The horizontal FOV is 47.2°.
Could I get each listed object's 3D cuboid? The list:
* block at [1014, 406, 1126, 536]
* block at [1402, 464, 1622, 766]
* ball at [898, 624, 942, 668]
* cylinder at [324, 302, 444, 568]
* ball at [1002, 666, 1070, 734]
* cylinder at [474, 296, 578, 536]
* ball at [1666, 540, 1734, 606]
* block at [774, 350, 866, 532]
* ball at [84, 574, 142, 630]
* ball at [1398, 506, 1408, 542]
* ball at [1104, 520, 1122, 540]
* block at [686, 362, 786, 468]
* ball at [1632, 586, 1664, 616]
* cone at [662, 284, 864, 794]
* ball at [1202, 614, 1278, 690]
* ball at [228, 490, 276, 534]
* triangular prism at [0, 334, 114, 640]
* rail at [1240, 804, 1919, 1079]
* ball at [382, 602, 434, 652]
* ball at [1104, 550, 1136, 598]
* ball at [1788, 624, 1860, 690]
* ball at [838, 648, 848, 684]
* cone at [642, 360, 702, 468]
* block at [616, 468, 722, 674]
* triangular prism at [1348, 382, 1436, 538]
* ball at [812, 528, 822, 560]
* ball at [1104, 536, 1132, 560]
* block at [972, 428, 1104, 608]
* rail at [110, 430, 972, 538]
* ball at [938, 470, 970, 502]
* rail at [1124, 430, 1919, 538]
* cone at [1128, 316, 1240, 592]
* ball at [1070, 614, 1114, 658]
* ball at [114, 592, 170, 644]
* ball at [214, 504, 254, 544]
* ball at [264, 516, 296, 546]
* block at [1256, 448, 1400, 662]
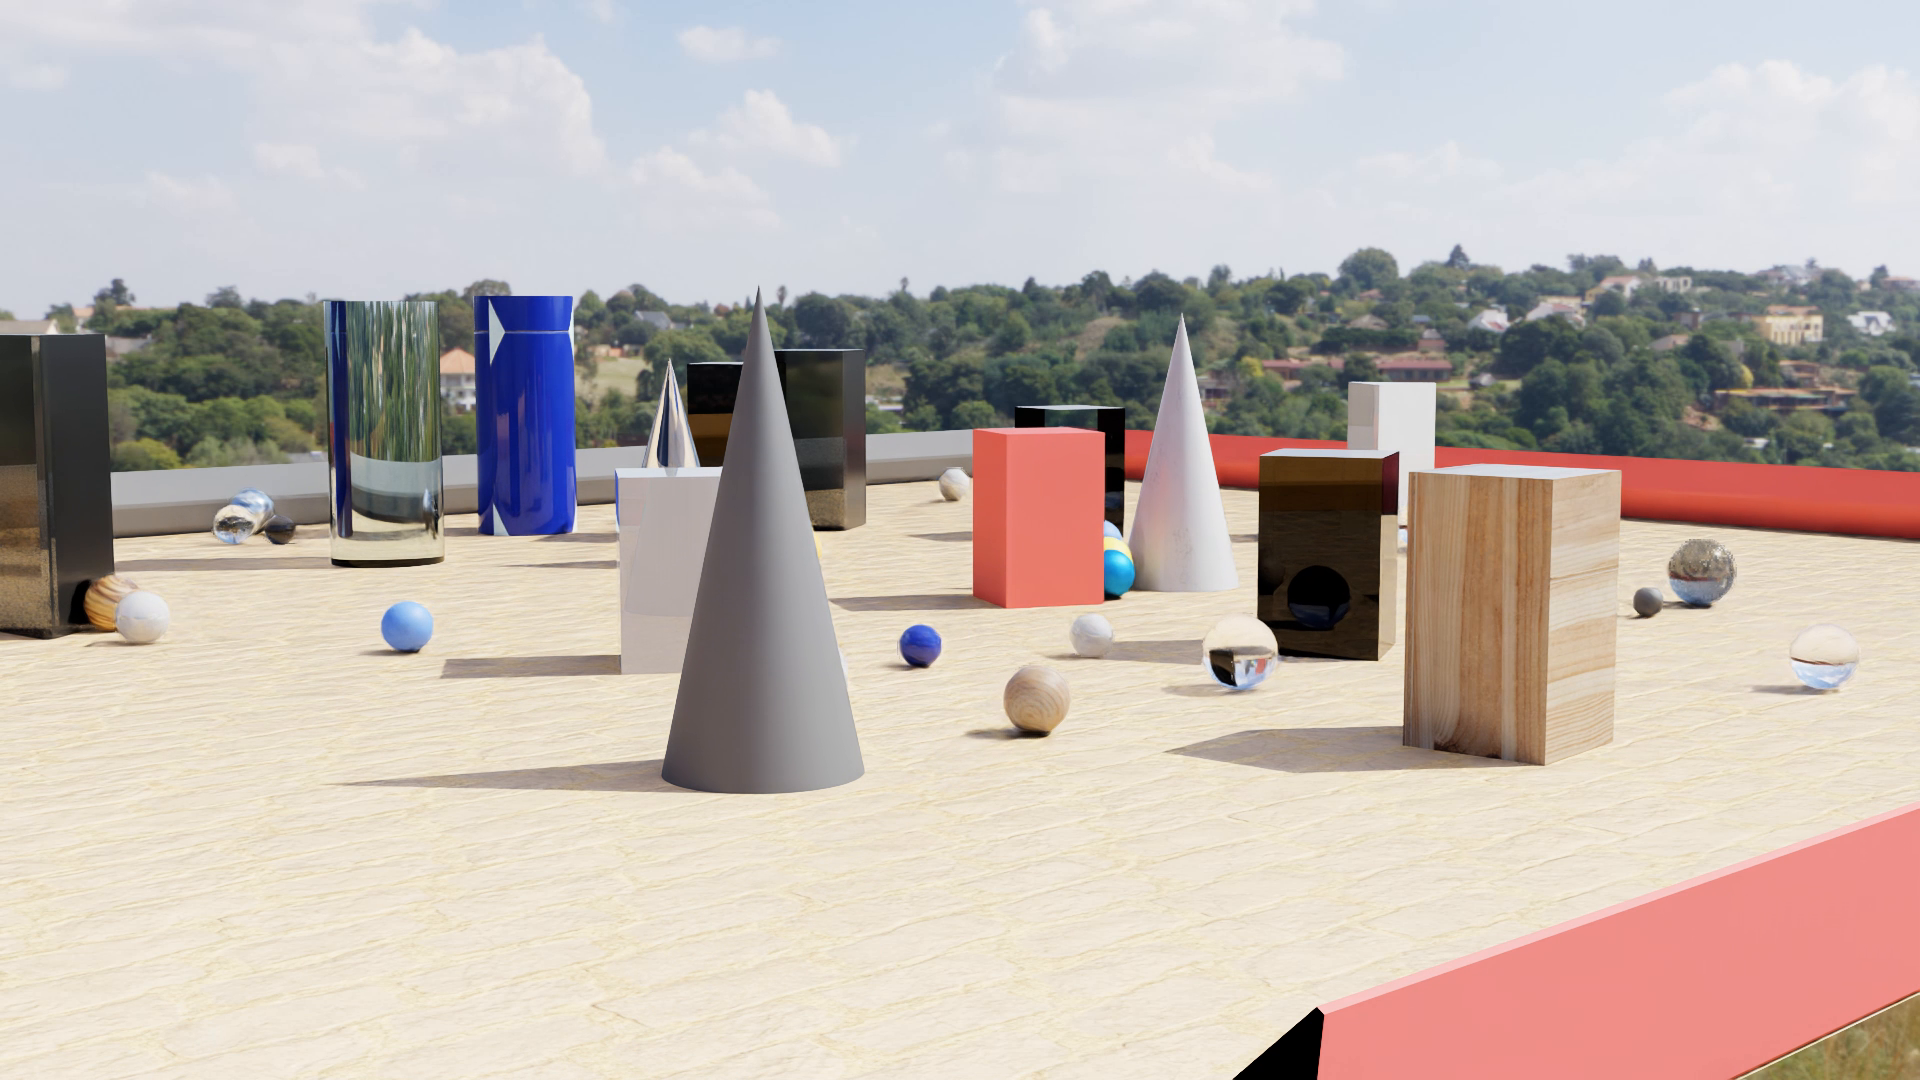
[{"bbox_3d":[0.216,-0.136,4.353,0.157,0.253,0.157,-4,7,-31],"label":"block"},{"bbox_3d":[0.565,0.070,2.250,0.157,0.281,0.157,5,8,40],"label":"block"},{"bbox_3d":[-0.049,0.132,2.747,0.054,0.054,0.054,0,6,0],"label":"ball"},{"bbox_3d":[-1.014,-0.190,3.878,0.196,0.459,0.196,0,6,0],"label":"cylinder"},{"bbox_3d":[0.081,0.168,2.318,0.071,0.071,0.071,0,6,0],"label":"ball"},{"bbox_3d":[-0.872,-0.253,4.416,0.196,0.472,0.196,0,6,0],"label":"cylinder"},{"bbox_3d":[1.120,0.050,3.325,0.098,0.098,0.098,0,6,0],"label":"ball"},{"bbox_3d":[-0.291,-0.208,4.512,0.157,0.363,0.157,2,6,14],"label":"block"},{"bbox_3d":[-1.177,0.087,3.061,0.078,0.078,0.078,0,6,0],"label":"ball"},{"bbox_3d":[0.861,-0.028,4.084,0.095,0.095,0.095,0,6,0],"label":"ball"},{"bbox_3d":[0.245,0.005,3.849,0.078,0.078,0.078,0,6,0],"label":"ball"},{"bbox_3d":[-0.437,-0.177,4.328,0.157,0.341,0.157,1,6,10],"label":"block"},{"bbox_3d":[1.003,0.090,3.204,0.044,0.044,0.044,0,6,0],"label":"ball"},{"bbox_3d":[-0.190,-0.009,2.101,0.196,0.469,0.196,0,6,0],"label":"cone"},{"bbox_3d":[0.330,0.132,2.585,0.089,0.089,0.089,0,6,0],"label":"ball"},{"bbox_3d":[-1.407,-0.055,4.364,0.091,0.091,0.091,0,6,0],"label":"ball"},{"bbox_3d":[-1.255,-0.081,3.067,0.170,0.411,0.147,5,8,39],"label":"triangular prism"},{"bbox_3d":[1.226,0.171,2.011,4.057,0.127,0.045,-5,8,-42],"label":"rail"},{"bbox_3d":[-0.720,0.113,2.868,0.067,0.067,0.067,0,6,0],"label":"ball"},{"bbox_3d":[0.234,0.052,3.408,0.075,0.075,0.075,0,6,0],"label":"ball"},{"bbox_3d":[1.016,0.137,2.586,0.078,0.078,0.078,0,6,0],"label":"ball"},{"bbox_3d":[-0.166,0.148,2.453,0.083,0.083,0.083,0,6,0],"label":"ball"},{"bbox_3d":[-0.506,-0.138,3.855,0.196,0.362,0.196,0,6,0],"label":"cone"},{"bbox_3d":[-0.351,0.035,2.769,0.157,0.242,0.157,-1,6,-10],"label":"block"},{"bbox_3d":[0.822,-0.159,4.344,0.170,0.302,0.147,-5,8,-37],"label":"triangular prism"},{"bbox_3d":[-0.279,0.016,3.648,0.098,0.098,0.098,0,6,0],"label":"ball"},{"bbox_3d":[0.232,0.037,3.501,0.086,0.086,0.086,0,6,0],"label":"ball"},{"bbox_3d":[0.119,-0.037,3.372,0.157,0.261,0.157,-2,6,-18],"label":"block"},{"bbox_3d":[-1.226,-0.105,4.653,4.057,0.127,0.045,-5,8,-42],"label":"rail"},{"bbox_3d":[-0.013,-0.128,5.138,0.075,0.075,0.075,0,6,0],"label":"ball"},{"bbox_3d":[1.473,-0.108,4.684,0.045,0.127,3.662,-5,8,-42],"label":"rail"},{"bbox_3d":[0.356,-0.147,3.550,0.196,0.442,0.196,0,6,0],"label":"cone"},{"bbox_3d":[0.169,0.122,2.828,0.057,0.057,0.057,0,6,0],"label":"ball"},{"bbox_3d":[-1.093,0.104,2.941,0.071,0.071,0.071,0,6,0],"label":"ball"},{"bbox_3d":[-1.384,-0.029,4.192,0.075,0.075,0.075,0,6,0],"label":"ball"},{"bbox_3d":[-1.289,-0.018,4.170,0.057,0.057,0.057,0,6,0],"label":"ball"},{"bbox_3d":[0.484,0.015,2.883,0.157,0.259,0.157,2,6,19],"label":"block"}]
